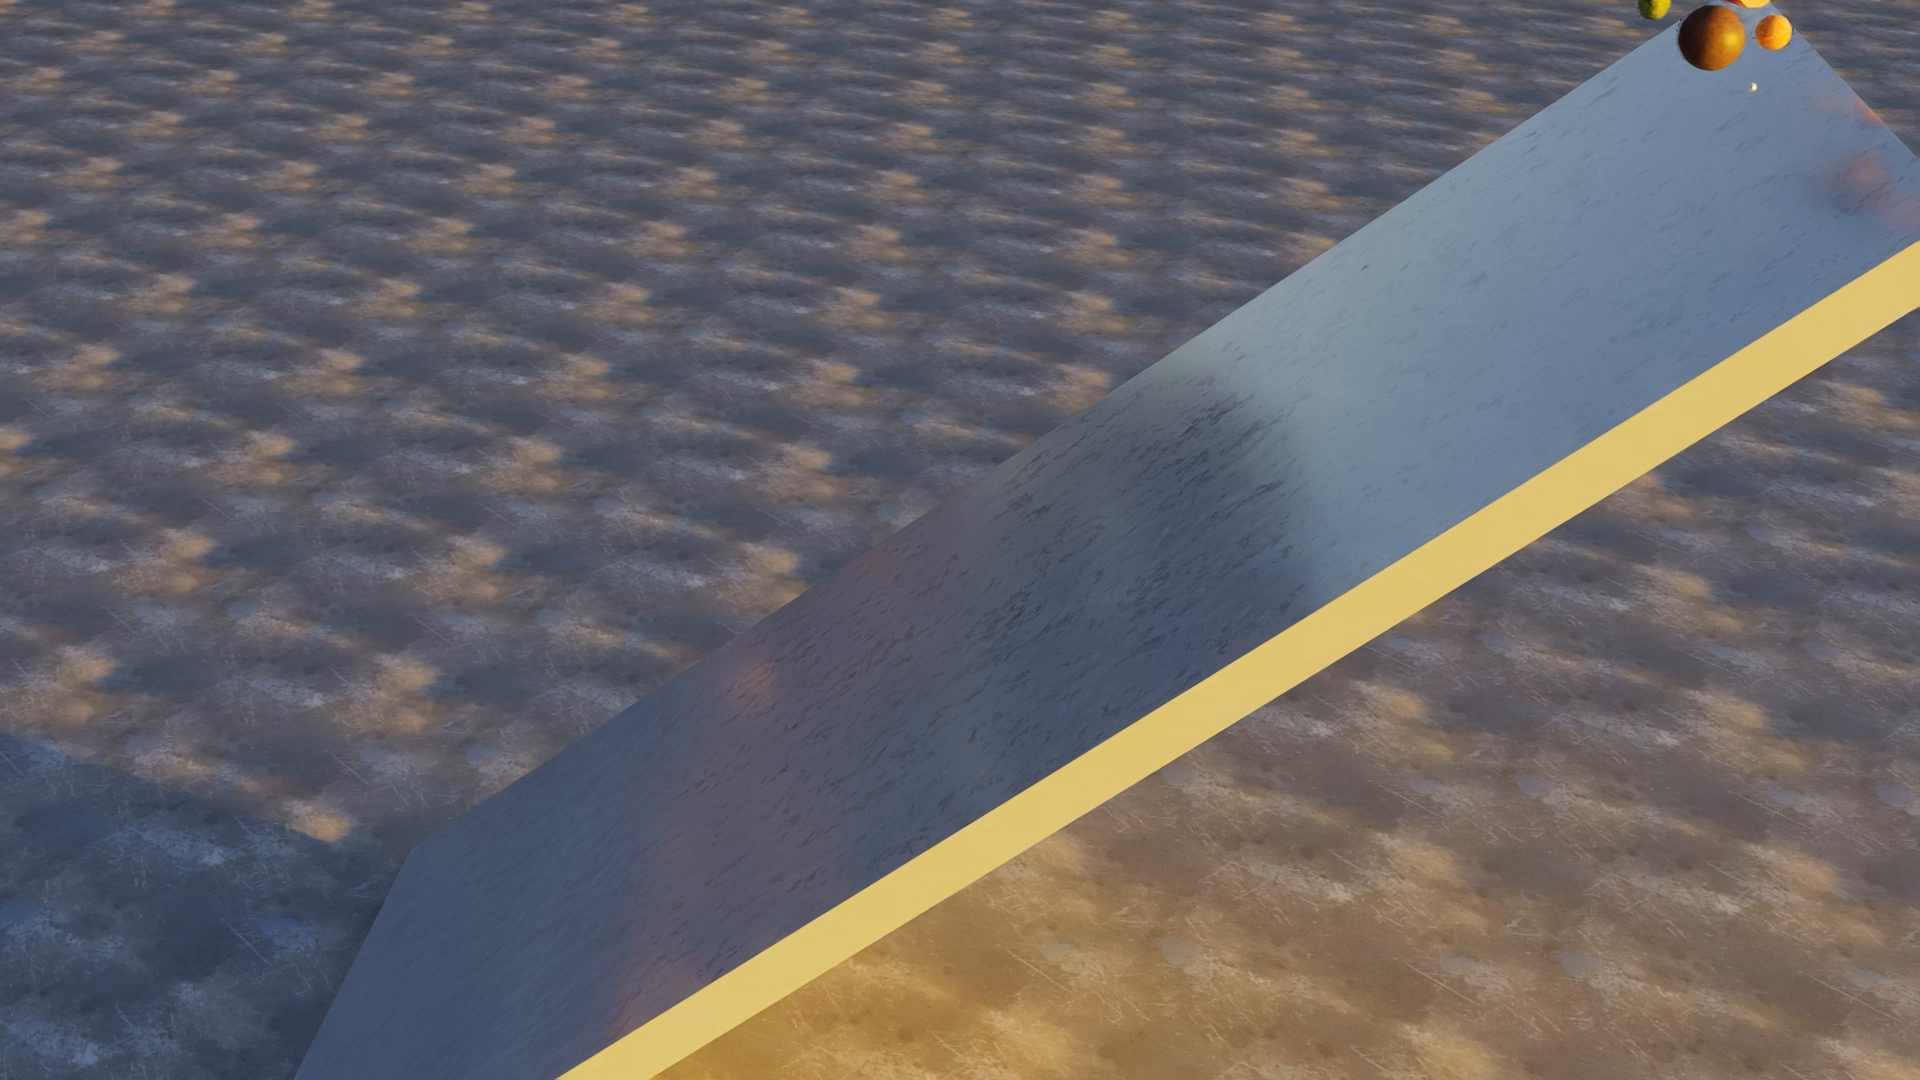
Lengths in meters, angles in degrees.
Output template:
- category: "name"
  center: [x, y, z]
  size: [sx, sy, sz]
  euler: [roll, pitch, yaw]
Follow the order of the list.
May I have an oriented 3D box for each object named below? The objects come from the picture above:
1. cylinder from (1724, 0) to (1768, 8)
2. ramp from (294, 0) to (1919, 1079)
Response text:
- category: "cylinder"
  center: [1.501, -1.074, 5.644]
  size: [0.093, 0.093, 0.093]
  euler: [-9, 22, -21]
- category: "ramp"
  center: [0.134, 0.175, 6.311]
  size: [4.000, 0.100, 2.000]
  euler: [-33, 16, 15]
